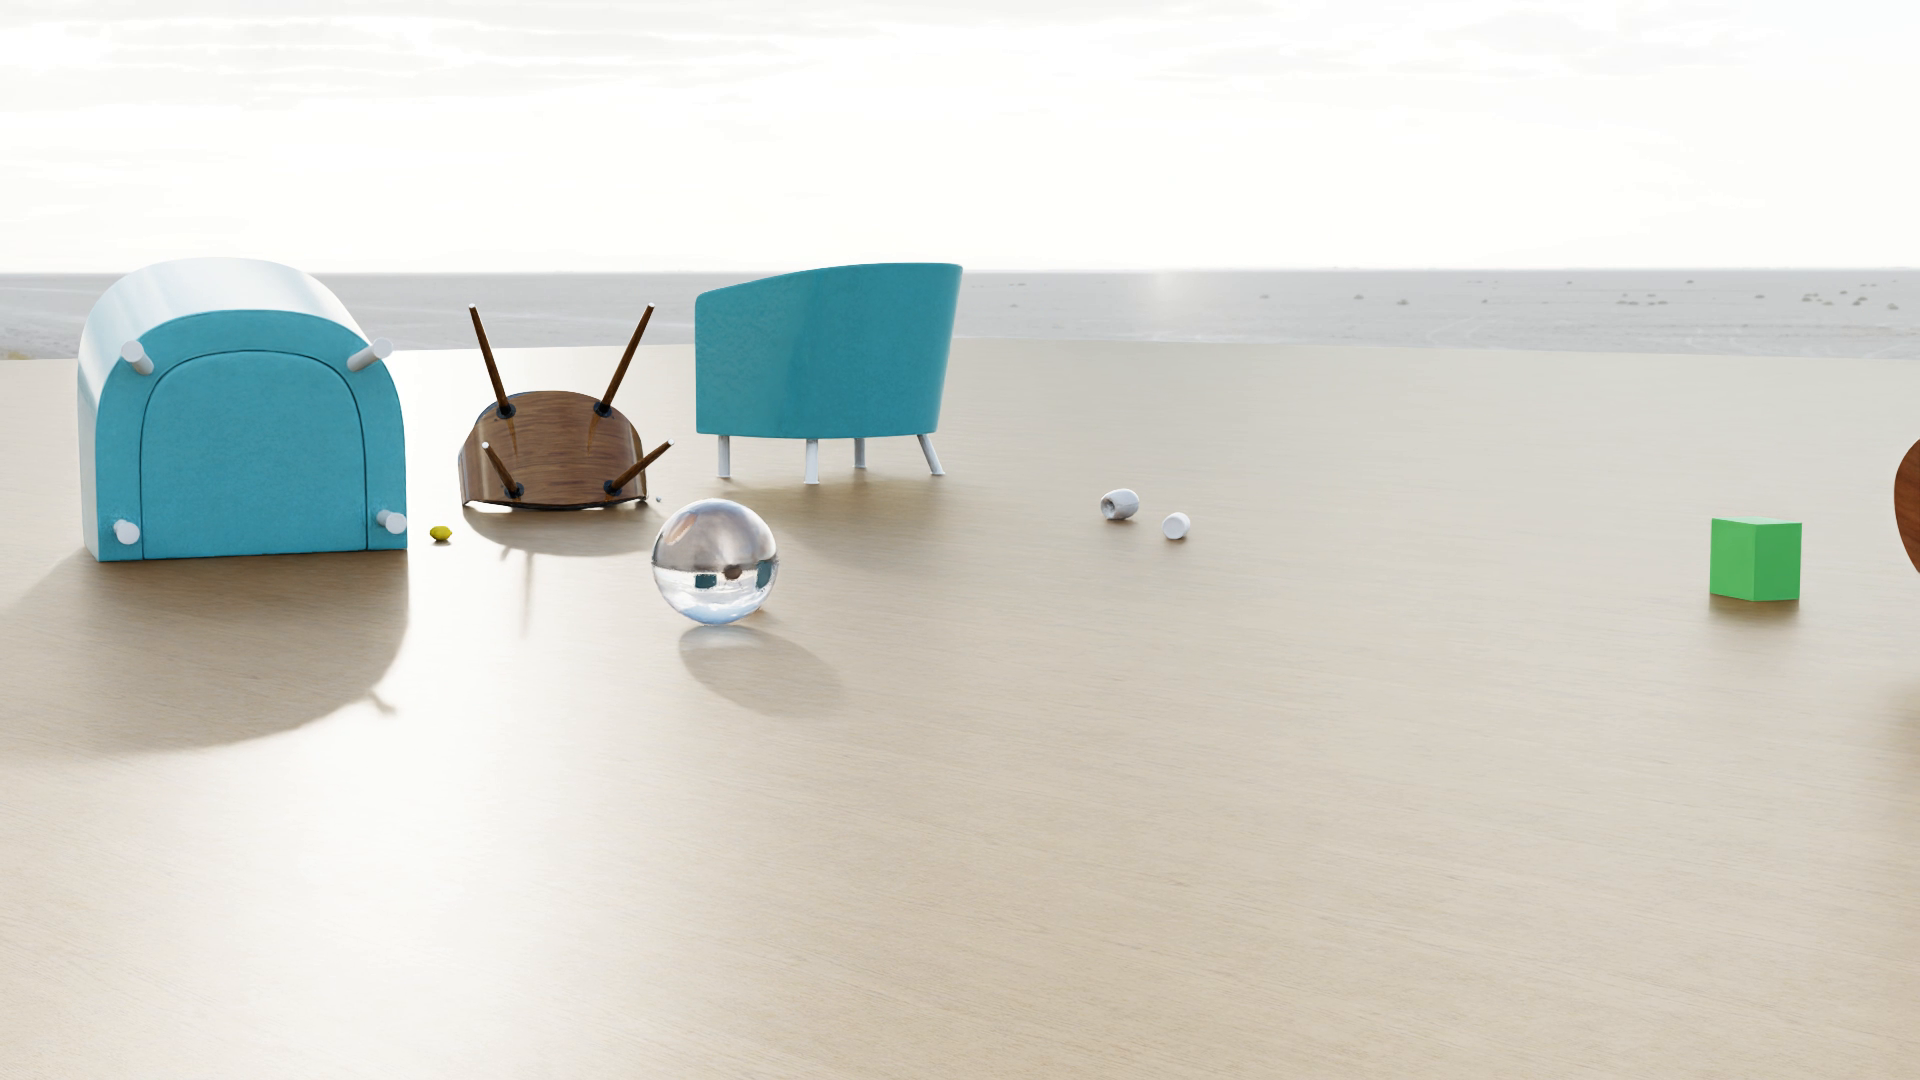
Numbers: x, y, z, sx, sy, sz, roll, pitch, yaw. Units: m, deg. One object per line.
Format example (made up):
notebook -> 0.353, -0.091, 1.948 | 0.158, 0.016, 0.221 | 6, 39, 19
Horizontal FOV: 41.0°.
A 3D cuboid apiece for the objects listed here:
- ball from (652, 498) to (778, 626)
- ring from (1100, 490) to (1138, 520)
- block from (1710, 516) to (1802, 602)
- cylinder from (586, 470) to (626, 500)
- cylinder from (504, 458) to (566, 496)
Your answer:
ball -> -0.462, 0.041, 4.844 | 0.239, 0.239, 0.239 | 0, 6, 0
ring -> 0.433, -0.095, 6.946 | 0.074, 0.083, 0.121 | -15, 2, -25
block -> 1.639, 0.037, 5.287 | 0.112, 0.156, 0.148 | -2, 6, -19
cylinder -> -1.049, -0.163, 7.592 | 0.096, 0.083, 0.107 | 4, 4, -22
cylinder -> -1.274, -0.189, 7.690 | 0.172, 0.113, 0.134 | -1, -14, -6
